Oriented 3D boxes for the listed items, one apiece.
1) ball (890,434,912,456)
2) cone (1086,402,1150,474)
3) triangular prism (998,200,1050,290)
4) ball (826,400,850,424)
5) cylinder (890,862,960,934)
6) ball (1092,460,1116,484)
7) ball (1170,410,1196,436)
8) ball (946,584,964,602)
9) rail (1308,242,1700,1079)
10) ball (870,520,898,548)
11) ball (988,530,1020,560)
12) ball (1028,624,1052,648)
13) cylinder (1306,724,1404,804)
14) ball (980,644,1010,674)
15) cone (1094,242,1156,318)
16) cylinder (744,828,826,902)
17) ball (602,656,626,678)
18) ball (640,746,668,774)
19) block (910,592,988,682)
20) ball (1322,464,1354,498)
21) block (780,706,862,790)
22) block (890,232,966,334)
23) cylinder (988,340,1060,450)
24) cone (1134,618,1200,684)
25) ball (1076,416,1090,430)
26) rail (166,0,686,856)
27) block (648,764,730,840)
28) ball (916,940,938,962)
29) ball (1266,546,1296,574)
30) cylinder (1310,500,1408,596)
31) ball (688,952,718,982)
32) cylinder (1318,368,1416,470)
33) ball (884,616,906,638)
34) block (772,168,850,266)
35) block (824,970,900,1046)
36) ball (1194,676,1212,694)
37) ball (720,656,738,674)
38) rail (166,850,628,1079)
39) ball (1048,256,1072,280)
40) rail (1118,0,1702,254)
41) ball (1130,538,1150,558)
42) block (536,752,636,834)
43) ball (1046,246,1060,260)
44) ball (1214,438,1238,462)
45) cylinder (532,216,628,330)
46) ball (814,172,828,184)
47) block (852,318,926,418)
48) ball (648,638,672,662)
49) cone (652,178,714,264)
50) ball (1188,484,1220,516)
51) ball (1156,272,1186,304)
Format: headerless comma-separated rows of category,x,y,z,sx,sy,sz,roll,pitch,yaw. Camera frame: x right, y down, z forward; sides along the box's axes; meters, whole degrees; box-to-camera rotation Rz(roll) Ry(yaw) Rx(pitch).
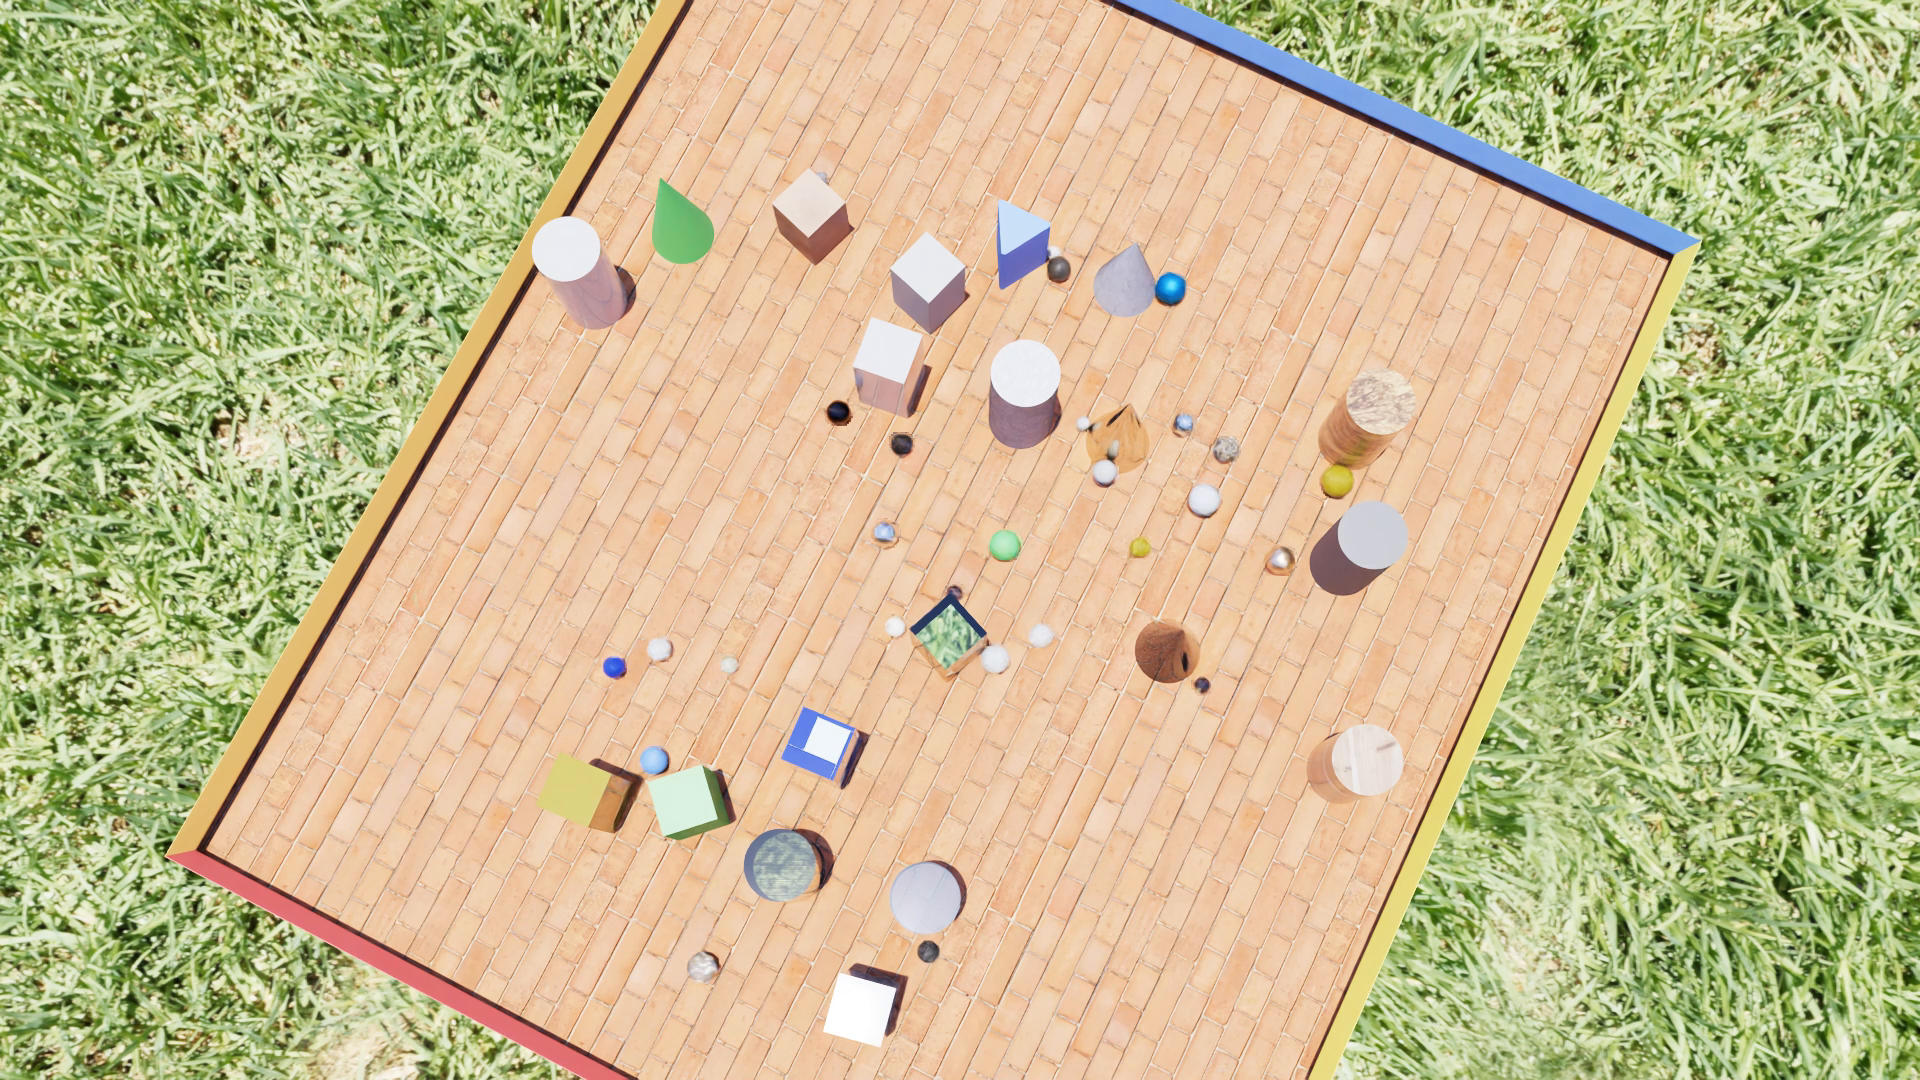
ball,-0.179,-0.294,5.642,0.069,0.069,0.069,0,78,0
cone,0.488,-0.347,5.458,0.199,0.452,0.199,0,78,0
triangular prism,0.160,-0.929,5.649,0.172,0.313,0.149,-33,80,-6
ball,-0.376,-0.394,5.659,0.077,0.077,0.077,0,78,0
cylinder,-0.097,1.027,5.249,0.199,0.303,0.199,0,78,0
ball,0.440,-0.208,5.575,0.073,0.073,0.073,0,78,0
ball,0.688,-0.360,5.653,0.075,0.075,0.075,0,78,0
ball,-0.017,0.162,5.556,0.053,0.053,0.053,0,78,0
rail,1.442,0.713,5.402,0.045,0.129,3.738,26,80,5
ball,-0.230,-0.019,5.578,0.084,0.084,0.084,0,78,0
ball,0.135,0.015,5.565,0.095,0.095,0.095,0,78,0
ball,0.242,0.289,5.519,0.074,0.074,0.074,0,78,0
cylinder,1.134,0.650,5.286,0.199,0.385,0.199,0,78,0
ball,0.105,0.358,5.498,0.088,0.088,0.088,0,78,0
cone,0.519,-0.838,5.585,0.199,0.402,0.199,0,78,0
cylinder,-0.496,0.933,5.227,0.199,0.385,0.199,0,78,0
ball,-1.040,0.382,5.503,0.068,0.068,0.068,0,78,0
ball,-0.909,0.656,5.439,0.083,0.083,0.083,0,78,0
block,-0.033,0.291,5.404,0.159,0.298,0.159,-41,81,-8
ball,1.156,-0.180,5.604,0.098,0.098,0.098,0,78,0
block,-0.396,0.606,5.301,0.159,0.372,0.159,22,79,4
block,-0.096,-0.784,5.622,0.159,0.306,0.159,43,81,8
cylinder,0.187,-0.427,5.459,0.199,0.481,0.199,0,78,0
cone,0.628,0.294,5.346,0.199,0.410,0.199,0,78,0
ball,0.381,-0.360,5.669,0.043,0.043,0.043,0,78,0
rail,-1.442,-0.699,5.694,0.045,0.129,3.738,26,80,5
block,-0.782,0.764,5.307,0.159,0.298,0.159,-18,79,-4
ball,-0.094,1.198,5.336,0.063,0.063,0.063,0,78,0
ball,0.971,0.061,5.558,0.089,0.089,0.089,0,78,0
cylinder,1.167,0.029,5.389,0.199,0.433,0.199,0,78,0
ball,-0.747,1.240,5.315,0.088,0.088,0.088,0,78,0
cylinder,1.208,-0.355,5.470,0.199,0.432,0.199,0,78,0
ball,-0.195,0.263,5.530,0.063,0.063,0.063,0,78,0
block,-0.461,-1.001,5.697,0.159,0.248,0.159,44,82,8
block,-0.271,1.309,5.144,0.159,0.395,0.159,15,79,3
ball,0.727,0.436,5.500,0.052,0.052,0.052,0,78,0
ball,-0.693,0.377,5.512,0.053,0.053,0.053,0,78,0
rail,-0.825,1.623,5.214,3.271,0.129,0.045,26,80,5
ball,0.312,-0.853,5.754,0.077,0.077,0.077,0,78,0
rail,0.825,-1.609,5.883,3.271,0.129,0.045,26,80,5
ball,0.547,0.023,5.580,0.062,0.062,0.062,0,78,0
block,-1.070,0.731,5.267,0.159,0.389,0.159,22,79,4
ball,0.295,-0.906,5.781,0.046,0.046,0.046,0,78,0
ball,0.817,-0.277,5.635,0.077,0.077,0.077,0,78,0
cylinder,-1.147,-0.802,5.554,0.199,0.448,0.199,0,78,0
ball,-0.446,-1.145,5.827,0.053,0.053,0.053,0,78,0
block,-0.211,-0.514,5.529,0.159,0.380,0.159,19,79,4
ball,-0.903,0.328,5.511,0.073,0.073,0.073,0,78,0
cone,-0.879,-1.016,5.593,0.199,0.459,0.199,0,78,0
ball,0.745,-0.122,5.591,0.099,0.099,0.099,0,78,0
ball,0.658,-0.787,5.731,0.095,0.095,0.095,0,78,0
